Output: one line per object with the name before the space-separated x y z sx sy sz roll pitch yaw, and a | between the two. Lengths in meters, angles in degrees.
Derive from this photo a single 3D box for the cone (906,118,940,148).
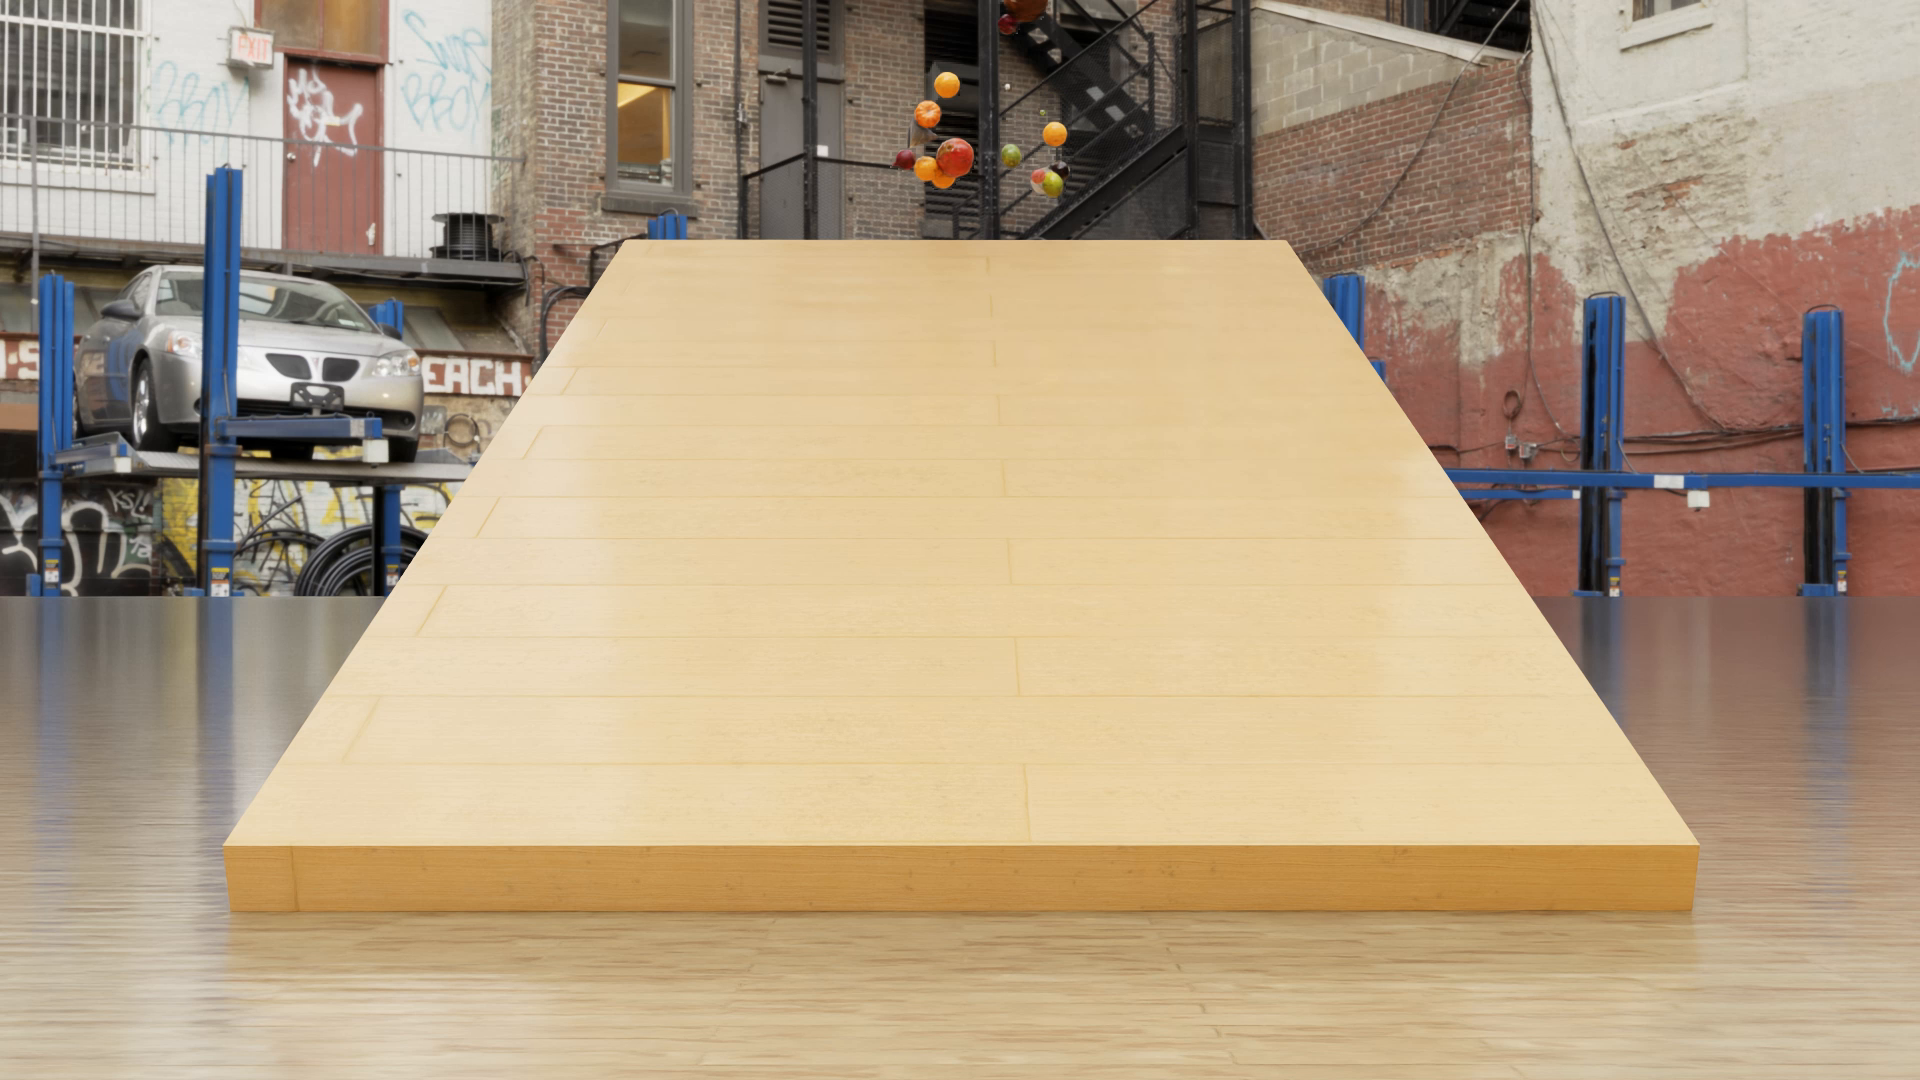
cone | -0.101 -1.180 6.581 0.090 0.090 0.090 7 -3 -11

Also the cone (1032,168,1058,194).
cone | 0.236 -1.057 6.588 0.078 0.078 0.078 0 21 -13

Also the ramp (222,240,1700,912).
ramp | -0.004 -0.200 4.959 2.000 0.100 4.000 0 19 0
